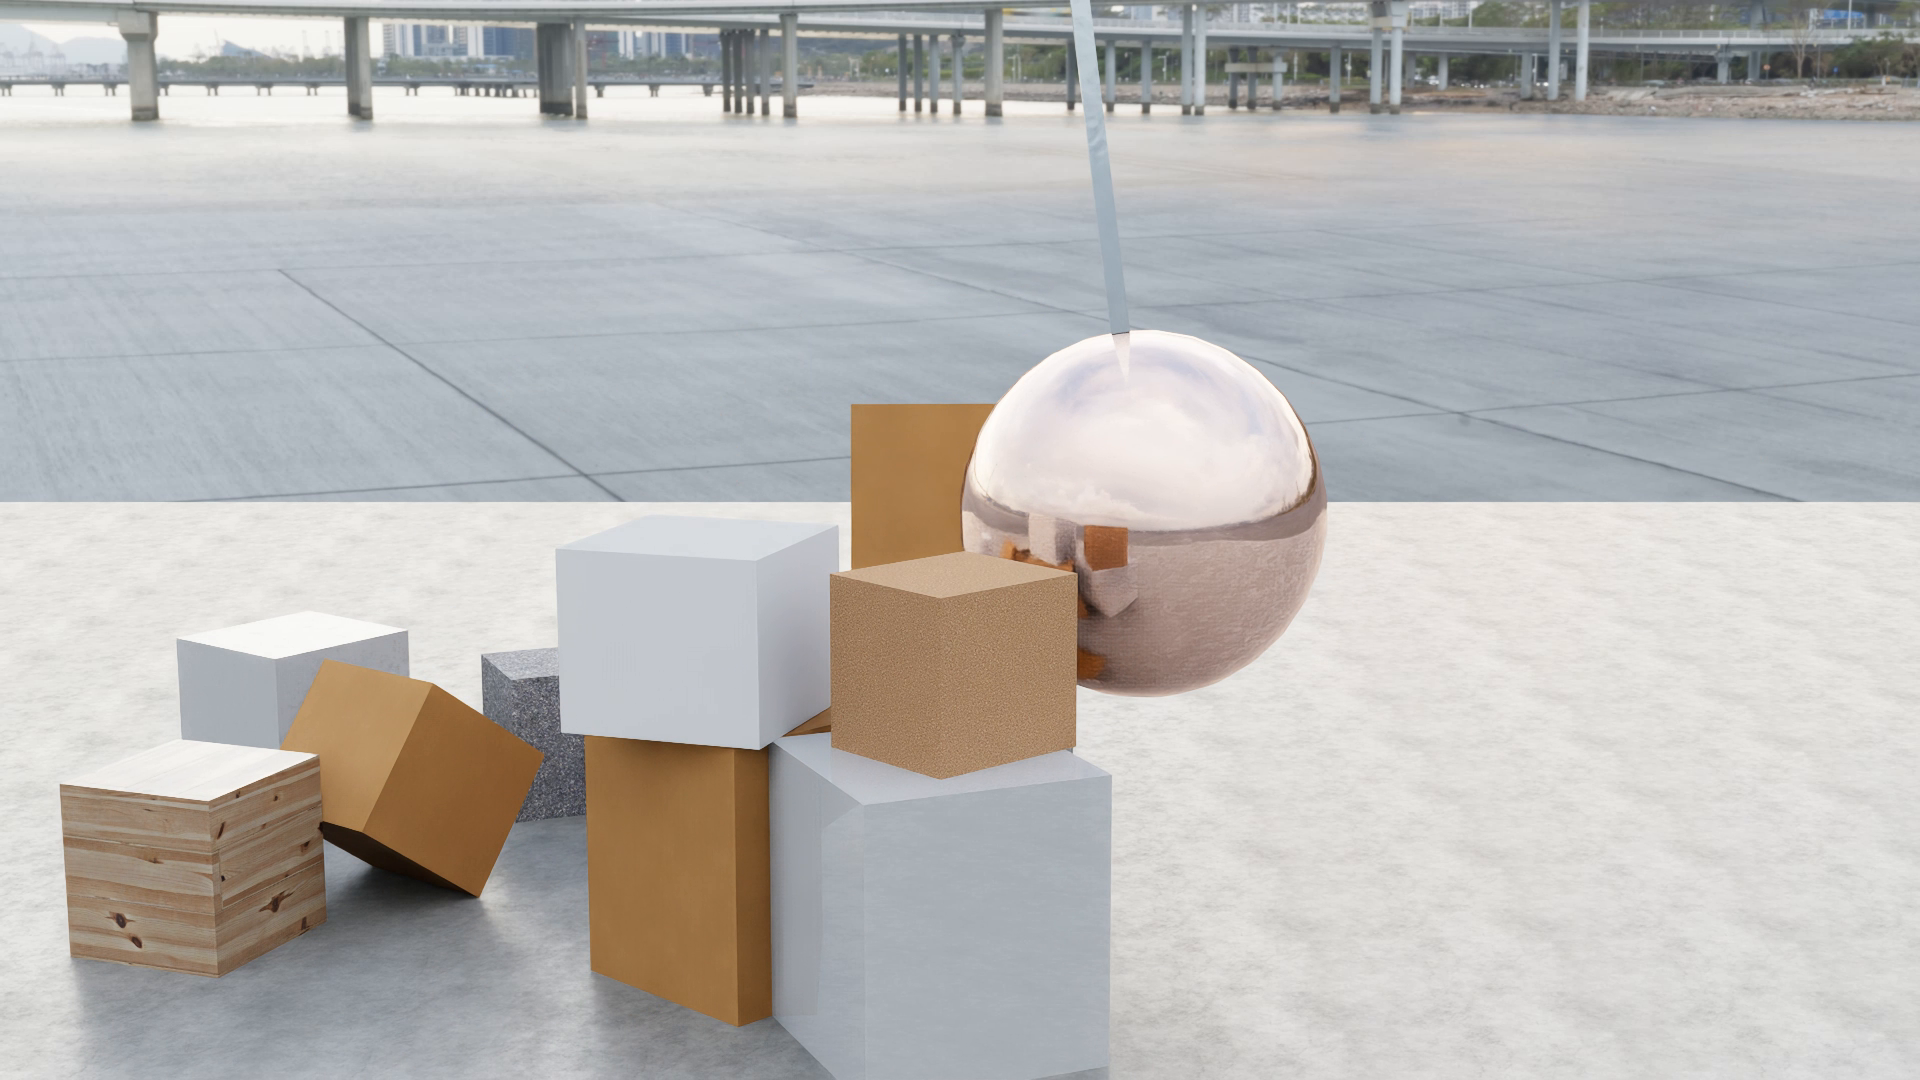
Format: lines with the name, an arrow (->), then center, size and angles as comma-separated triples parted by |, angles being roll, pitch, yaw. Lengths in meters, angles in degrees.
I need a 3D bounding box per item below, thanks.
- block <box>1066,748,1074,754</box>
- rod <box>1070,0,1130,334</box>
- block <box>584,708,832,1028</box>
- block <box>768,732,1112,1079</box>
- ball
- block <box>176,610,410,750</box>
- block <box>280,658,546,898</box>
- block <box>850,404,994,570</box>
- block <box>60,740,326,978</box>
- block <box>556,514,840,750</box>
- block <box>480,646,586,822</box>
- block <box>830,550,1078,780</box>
block -> -0.005, 0.856, 12.221 | 1.050, 0.942, 1.070 | 0, 10, 0
rod -> 0.344, -3.429, 10.557 | 0.080, 5.200, 0.080 | -7, 10, 1
block -> -0.817, 1.174, 10.110 | 0.890, 1.074, 0.942 | 10, 14, 43
block -> -0.087, 1.310, 9.345 | 0.938, 1.078, 0.957 | -4, 11, -23
ball -> 0.794, -0.113, 11.160 | 1.600, 1.600, 1.600 | 0, 10, 0
block -> -3.323, 0.838, 12.847 | 0.769, 0.754, 0.820 | 8, 13, 37
block -> -2.422, 1.030, 11.129 | 0.728, 0.683, 0.747 | 8, -23, 38
block -> -0.022, -0.197, 12.954 | 0.783, 0.966, 0.891 | 1, 2, 19
block -> -3.120, 1.284, 10.485 | 0.711, 0.722, 0.740 | 4, 11, 20
block -> -0.982, 0.330, 9.779 | 0.807, 0.700, 0.801 | 3, 11, 19
block -> -1.916, 0.926, 12.523 | 0.687, 0.697, 0.600 | -5, 11, -23
block -> -0.023, 0.439, 9.323 | 0.666, 0.646, 0.600 | -9, 14, -42
